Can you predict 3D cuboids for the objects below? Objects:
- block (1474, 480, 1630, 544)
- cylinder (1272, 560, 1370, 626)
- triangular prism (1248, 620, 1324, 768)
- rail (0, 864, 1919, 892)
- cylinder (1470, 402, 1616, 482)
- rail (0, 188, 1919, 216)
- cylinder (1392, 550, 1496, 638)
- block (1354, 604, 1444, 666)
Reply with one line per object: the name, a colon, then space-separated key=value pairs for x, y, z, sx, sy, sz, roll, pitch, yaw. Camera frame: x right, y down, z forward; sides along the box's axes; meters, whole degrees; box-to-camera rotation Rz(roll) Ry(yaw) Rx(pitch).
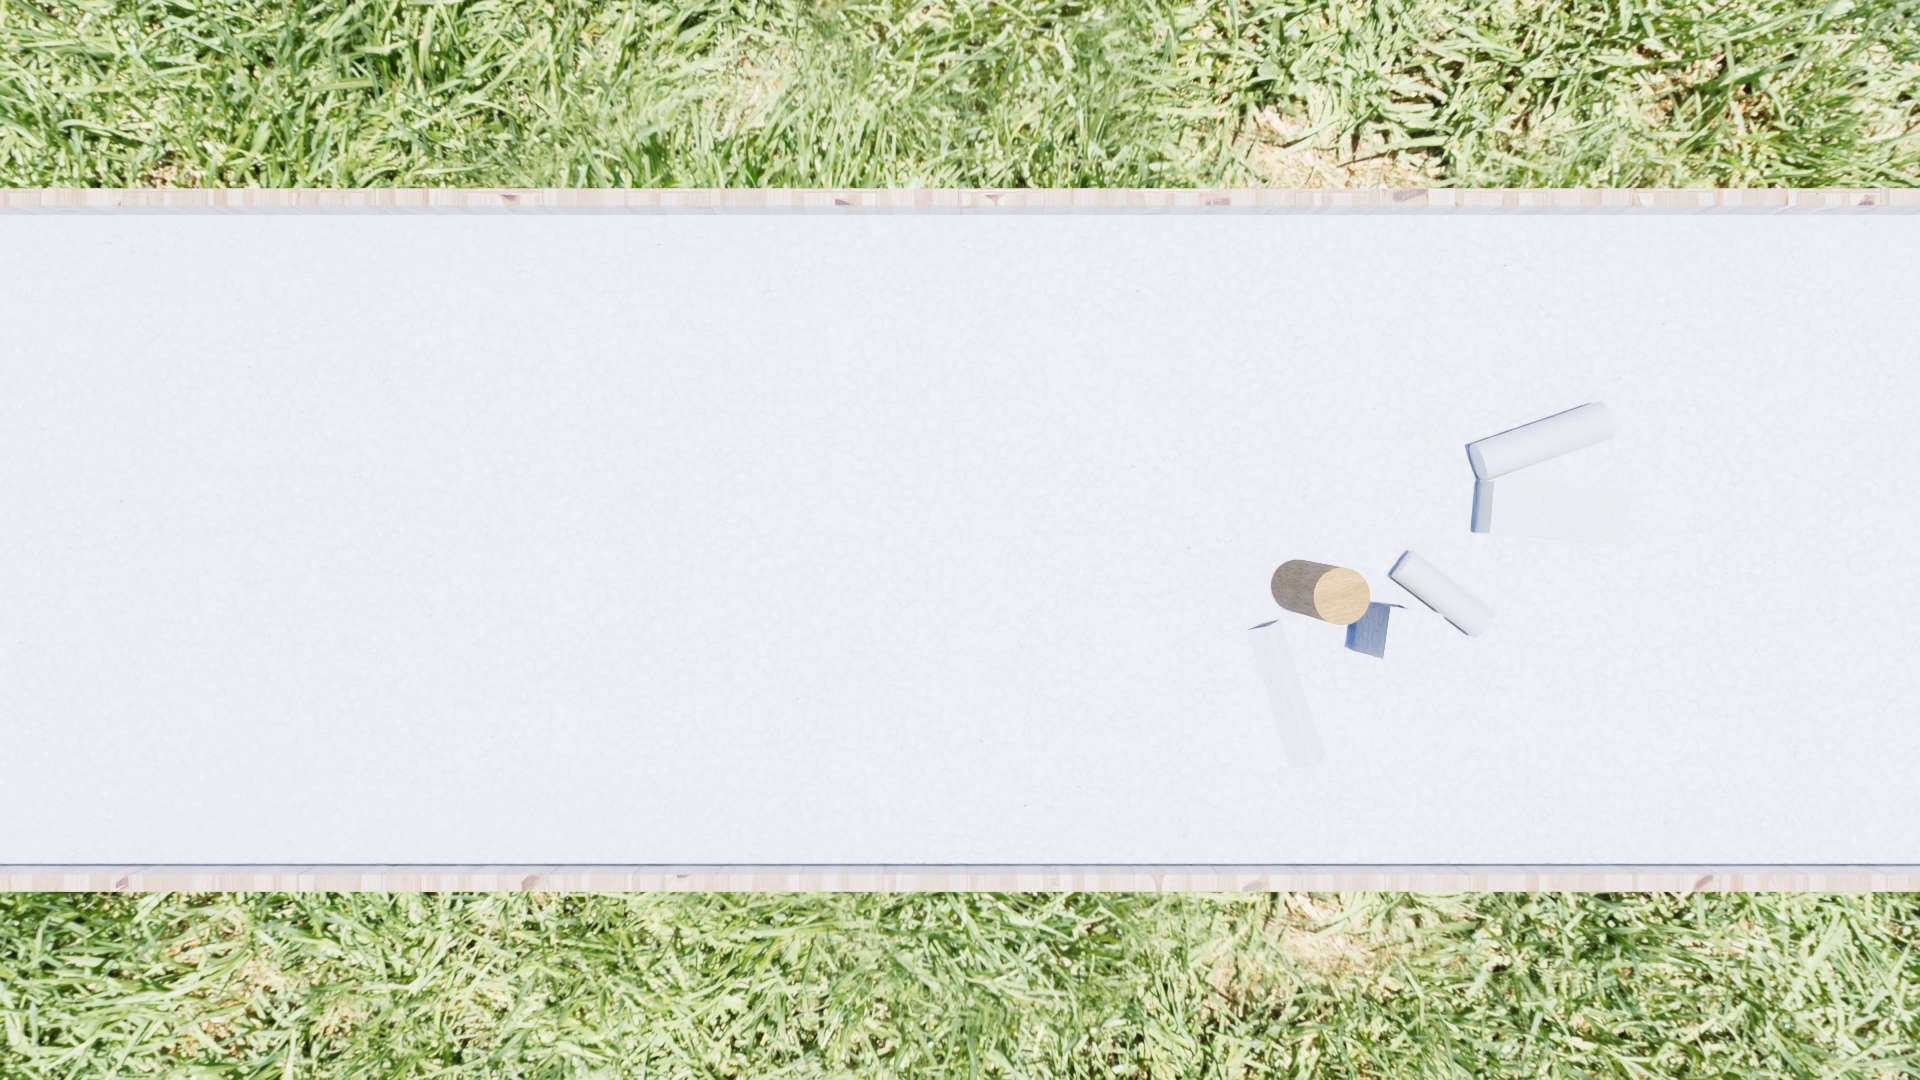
block: x=1.789 y=-0.082 z=4.998 sx=0.404 sy=0.156 sz=0.156 roll=5 pitch=90 yaw=0
cylinder: x=1.054 y=0.149 z=4.846 sx=0.162 sy=0.450 sz=0.162 roll=0 pitch=92 yaw=-4
triangular prism: x=1.003 y=0.472 z=5.028 sx=0.107 sy=0.092 sz=0.445 roll=-18 pitch=90 yaw=0
rail: x=-2.247 y=1.025 z=5.001 sx=12.000 sy=0.150 sz=0.050 roll=0 pitch=90 yaw=0
cylinder: x=1.770 y=-0.300 z=5.016 sx=0.408 sy=0.121 sz=0.121 roll=-19 pitch=90 yaw=0
rail: x=-2.247 y=-1.025 z=5.002 sx=12.000 sy=0.150 sz=0.050 roll=0 pitch=90 yaw=0
cylinder: x=1.472 y=0.165 z=5.025 sx=0.311 sy=0.102 sz=0.102 roll=37 pitch=90 yaw=0
block: x=1.295 y=0.276 z=4.894 sx=0.152 sy=0.365 sz=0.152 roll=8 pitch=90 yaw=0
